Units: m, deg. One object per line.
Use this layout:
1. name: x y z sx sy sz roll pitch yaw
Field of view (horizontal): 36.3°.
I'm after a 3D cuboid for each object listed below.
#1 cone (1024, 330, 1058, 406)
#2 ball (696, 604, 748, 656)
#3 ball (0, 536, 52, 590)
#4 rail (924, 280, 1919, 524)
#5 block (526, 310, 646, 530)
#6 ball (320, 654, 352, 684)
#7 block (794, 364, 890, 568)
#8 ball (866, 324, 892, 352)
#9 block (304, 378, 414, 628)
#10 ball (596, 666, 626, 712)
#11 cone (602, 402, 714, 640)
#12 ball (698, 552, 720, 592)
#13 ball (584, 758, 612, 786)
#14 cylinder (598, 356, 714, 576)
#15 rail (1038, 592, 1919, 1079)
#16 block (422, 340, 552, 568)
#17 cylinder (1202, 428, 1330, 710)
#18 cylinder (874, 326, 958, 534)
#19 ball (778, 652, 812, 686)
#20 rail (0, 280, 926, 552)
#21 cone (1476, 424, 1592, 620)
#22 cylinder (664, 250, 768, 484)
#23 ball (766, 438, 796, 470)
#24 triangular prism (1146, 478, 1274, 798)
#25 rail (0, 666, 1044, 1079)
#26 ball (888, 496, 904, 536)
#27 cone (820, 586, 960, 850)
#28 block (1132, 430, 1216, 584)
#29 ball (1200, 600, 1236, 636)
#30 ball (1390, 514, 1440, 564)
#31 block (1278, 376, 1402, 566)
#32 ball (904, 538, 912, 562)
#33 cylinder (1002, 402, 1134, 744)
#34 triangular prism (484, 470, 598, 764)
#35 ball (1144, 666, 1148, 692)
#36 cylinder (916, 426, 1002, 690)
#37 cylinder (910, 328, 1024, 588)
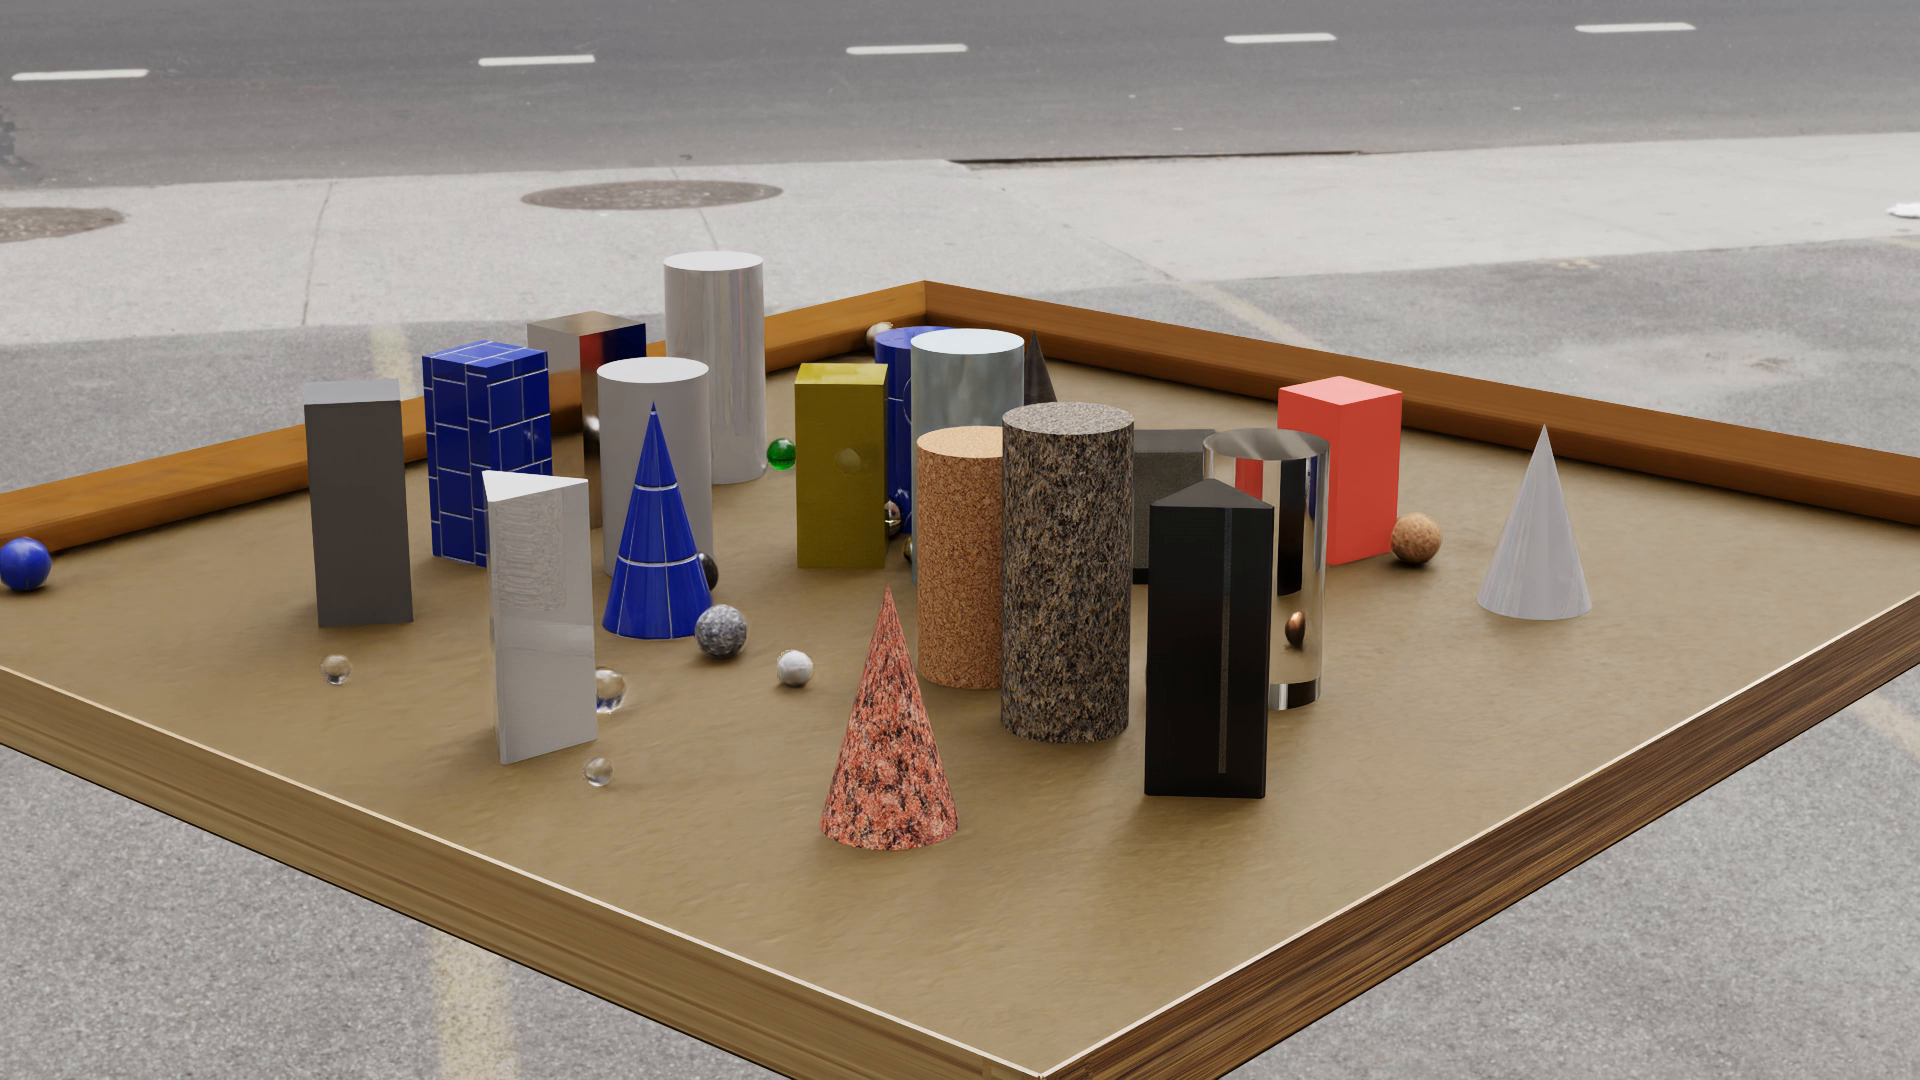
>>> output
1. cone: 0.146 -0.264 5.789 0.197 0.311 0.197 0 17 0
2. ball: -0.391 0.149 4.809 0.085 0.085 0.085 0 17 0
3. ball: -1.645 0.041 5.152 0.094 0.094 0.094 0 17 0
4. rail: 0.975 -0.292 6.195 2.852 0.128 0.045 14 22 39
5. block: -0.702 -0.229 5.563 0.158 0.373 0.158 16 23 42
6. ball: -0.996 0.206 4.685 0.049 0.049 0.049 0 17 0
7. block: -0.212 -0.135 5.308 0.158 0.341 0.158 0 17 2
8. ball: -0.186 -0.474 6.899 0.072 0.072 0.072 0 17 0
9. block: -1.024 -0.065 4.993 0.158 0.388 0.158 -3 17 -11
10. ball: -0.555 0.233 4.556 0.071 0.071 0.071 0 17 0
11. cone: -0.510 -0.047 4.934 0.197 0.387 0.197 0 17 0
12. ball: -0.461 0.060 5.111 0.082 0.082 0.082 0 17 0
13. ball: -0.526 0.337 4.263 0.042 0.042 0.042 0 17 0
14. cylinder: -0.543 -0.126 5.238 0.197 0.365 0.197 0 17 0
15. rail: 1.059 0.297 4.240 0.045 0.128 3.022 14 22 39
16. block: -0.854 -0.157 5.325 0.158 0.373 0.158 11 20 33
17. cylinder: 0.475 0.044 4.605 0.197 0.404 0.197 0 17 0
18. cylinder: -0.061 -0.208 5.525 0.197 0.355 0.197 0 17 0
19. ball: -0.263 0.205 4.676 0.055 0.055 0.055 0 17 0
20. rail: -1.059 -0.233 6.000 0.045 0.128 3.022 14 22 39
21. cone: 0.997 -0.046 5.047 0.197 0.321 0.197 0 17 0
22. cylinder: -0.487 -0.345 5.850 0.197 0.431 0.197 0 17 0
23. ball: -0.359 -0.174 5.920 0.062 0.062 0.062 0 17 0
24. triangular prism: 0.358 0.140 4.234 0.171 0.435 0.148 1 17 4
25. rail: -0.975 0.356 4.045 2.852 0.128 0.045 14 22 39
26. ball: -0.145 -0.044 5.458 0.082 0.082 0.082 0 17 0
27. cone: -0.099 0.228 4.078 0.197 0.356 0.197 0 17 0
28. block: 0.382 -0.060 5.233 0.158 0.242 0.158 -1 17 -2
29. ball: 0.434 0.130 4.917 0.060 0.060 0.060 0 17 0
30. ball: 0.823 -0.001 5.297 0.090 0.090 0.090 0 17 0
31. block: 0.690 -0.128 5.359 0.158 0.299 0.158 -13 21 -36
32. ball: -0.079 0.018 5.307 0.049 0.049 0.049 0 17 0
33. cylinder: 0.162 0.048 4.455 0.197 0.482 0.197 0 17 0
34. triangular prism: -0.663 0.106 4.396 0.171 0.406 0.148 -14 22 -40
35. ball: 0.331 0.217 4.580 0.088 0.088 0.088 0 17 0
36. cylinder: 0.030 0.026 4.704 0.197 0.381 0.197 0 17 0
37. cylinder: 0.013 -0.137 5.151 0.197 0.435 0.197 0 17 0
